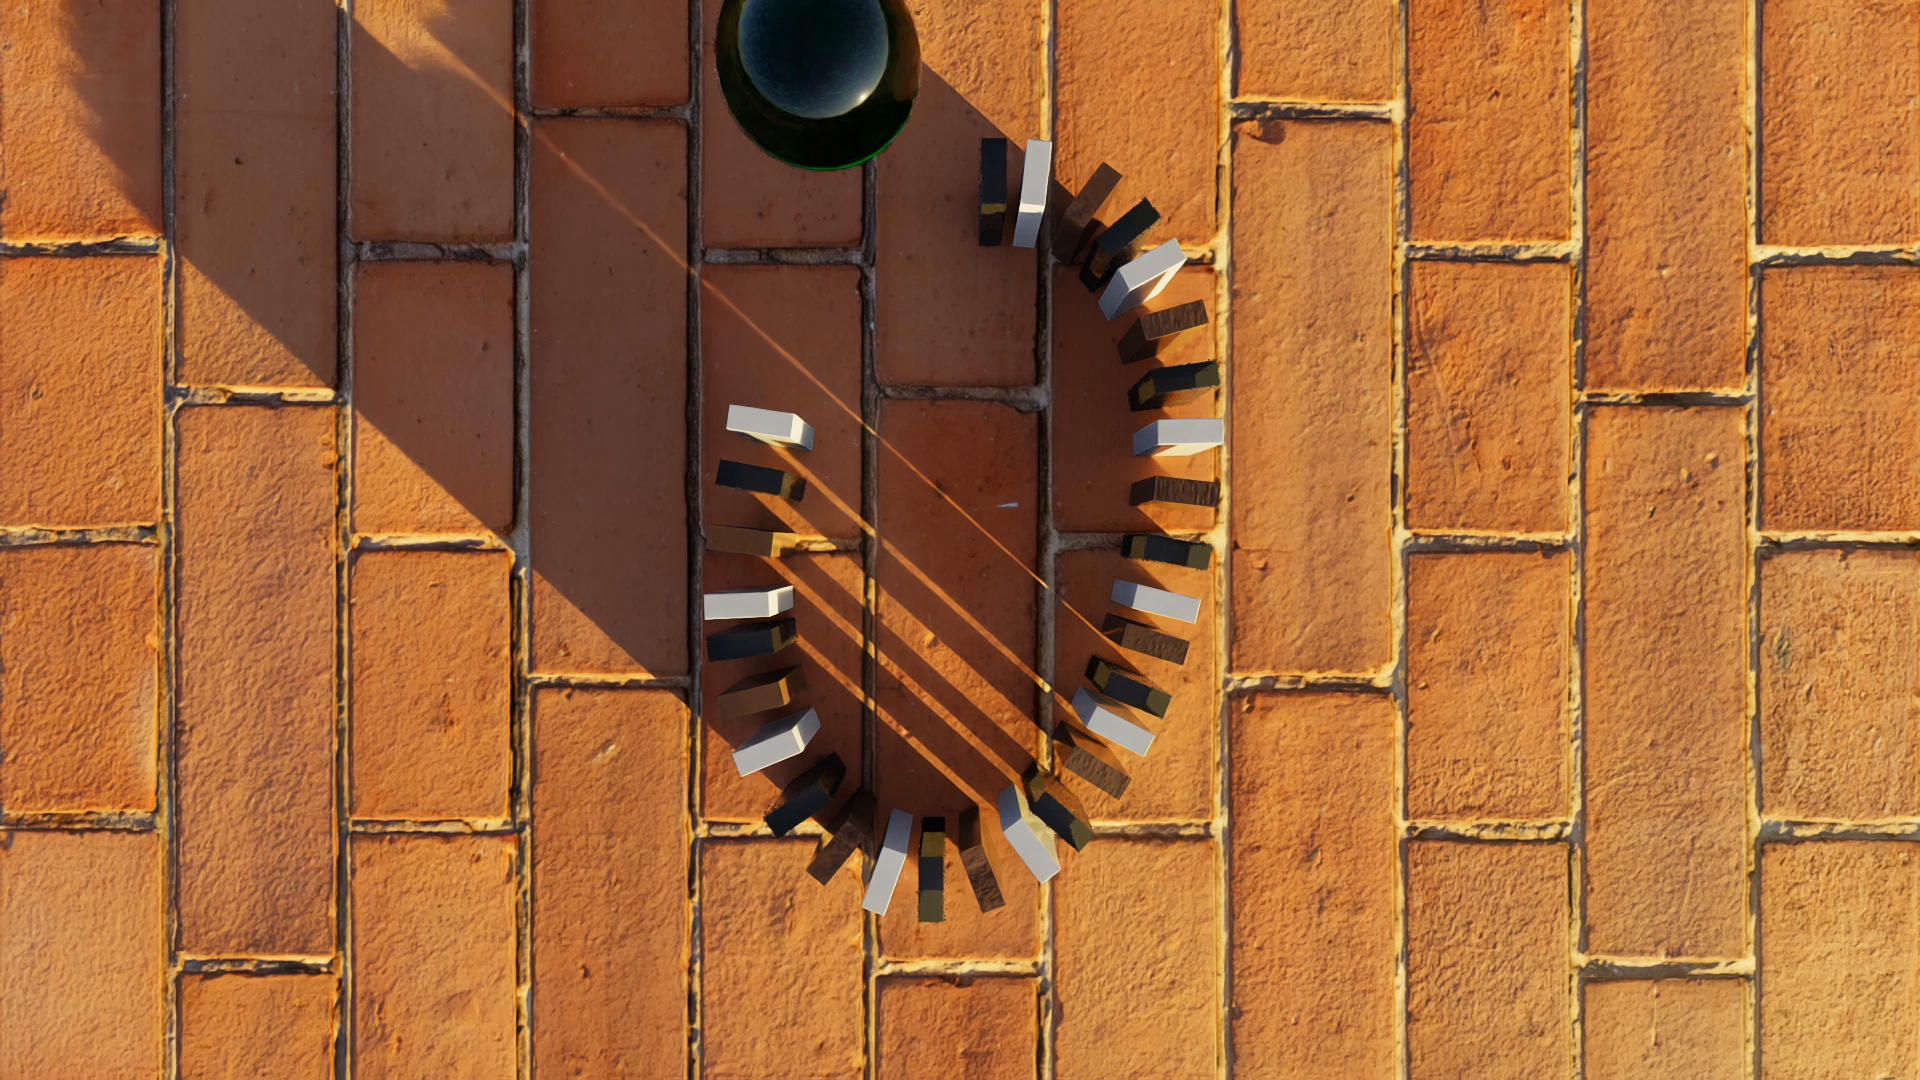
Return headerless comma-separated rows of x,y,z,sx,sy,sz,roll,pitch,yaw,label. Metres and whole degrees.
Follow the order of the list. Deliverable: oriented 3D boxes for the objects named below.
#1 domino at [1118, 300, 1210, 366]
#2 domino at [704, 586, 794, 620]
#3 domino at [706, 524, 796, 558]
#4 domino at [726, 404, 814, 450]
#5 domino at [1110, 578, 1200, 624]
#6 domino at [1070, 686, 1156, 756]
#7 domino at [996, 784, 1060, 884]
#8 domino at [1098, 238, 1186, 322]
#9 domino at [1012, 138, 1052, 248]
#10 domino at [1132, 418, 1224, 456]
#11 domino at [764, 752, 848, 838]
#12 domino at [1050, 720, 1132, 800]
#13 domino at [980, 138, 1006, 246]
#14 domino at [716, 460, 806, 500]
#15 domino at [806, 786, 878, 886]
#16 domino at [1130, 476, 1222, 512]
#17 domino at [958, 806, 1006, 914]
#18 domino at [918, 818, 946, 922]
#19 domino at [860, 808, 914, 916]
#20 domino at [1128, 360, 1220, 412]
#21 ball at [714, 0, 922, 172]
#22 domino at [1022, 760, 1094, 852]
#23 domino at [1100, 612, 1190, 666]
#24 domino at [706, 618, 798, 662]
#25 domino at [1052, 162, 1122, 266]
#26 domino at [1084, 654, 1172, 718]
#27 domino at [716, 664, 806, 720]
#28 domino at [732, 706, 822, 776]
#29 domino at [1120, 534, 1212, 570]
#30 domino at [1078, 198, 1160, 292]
0.082,-0.084,0.375,0.025,0.050,0.009,-16,90,0,domino
-0.085,0.025,0.375,0.025,0.050,0.009,-2,90,0,domino
-0.084,0.000,0.375,0.025,0.050,0.010,7,90,0,domino
-0.076,-0.045,0.375,0.025,0.050,0.010,9,90,0,domino
0.079,0.024,0.375,0.025,0.050,0.009,14,90,0,domino
0.061,0.073,0.375,0.025,0.050,0.009,27,90,0,domino
0.027,0.119,0.375,0.009,0.050,0.025,-37,90,0,domino
0.073,-0.106,0.375,0.025,0.050,0.009,-29,90,0,domino
0.029,-0.140,0.375,0.009,0.050,0.025,6,90,0,domino
0.088,-0.042,0.375,0.025,0.050,0.010,-1,90,0,domino
-0.062,0.103,0.375,0.025,0.050,0.010,-35,90,0,domino
0.053,0.089,0.375,0.025,0.050,0.009,31,90,0,domino
0.013,-0.141,0.375,0.009,0.050,0.025,0,90,0,domino
-0.080,-0.024,0.375,0.025,0.050,0.009,10,90,0,domino
-0.047,0.120,0.375,0.009,0.050,0.025,40,90,0,domino
0.087,-0.019,0.375,0.025,0.050,0.010,6,90,0,domino
0.008,0.129,0.375,0.010,0.050,0.025,-21,90,0,domino
-0.011,0.133,0.375,0.009,0.050,0.025,0,90,0,domino
-0.029,0.130,0.375,0.010,0.050,0.025,20,90,0,domino
0.086,-0.062,0.375,0.025,0.050,0.009,-8,90,0,domino
-0.055,-0.188,0.360,0.080,0.080,0.080,0,90,0,ball
0.039,0.108,0.375,0.025,0.050,0.010,41,90,0,domino
0.075,0.040,0.375,0.025,0.050,0.010,17,90,0,domino
-0.084,0.040,0.375,0.025,0.050,0.010,-7,90,0,domino
0.051,-0.132,0.375,0.010,0.050,0.025,37,90,0,domino
0.068,0.059,0.375,0.025,0.050,0.009,22,90,0,domino
-0.080,0.062,0.375,0.025,0.050,0.010,-14,90,0,domino
-0.074,0.081,0.375,0.025,0.050,0.010,-22,90,0,domino
0.083,0.005,0.375,0.025,0.050,0.010,11,90,0,domino
0.064,-0.119,0.375,0.025,0.050,0.009,-40,90,0,domino
